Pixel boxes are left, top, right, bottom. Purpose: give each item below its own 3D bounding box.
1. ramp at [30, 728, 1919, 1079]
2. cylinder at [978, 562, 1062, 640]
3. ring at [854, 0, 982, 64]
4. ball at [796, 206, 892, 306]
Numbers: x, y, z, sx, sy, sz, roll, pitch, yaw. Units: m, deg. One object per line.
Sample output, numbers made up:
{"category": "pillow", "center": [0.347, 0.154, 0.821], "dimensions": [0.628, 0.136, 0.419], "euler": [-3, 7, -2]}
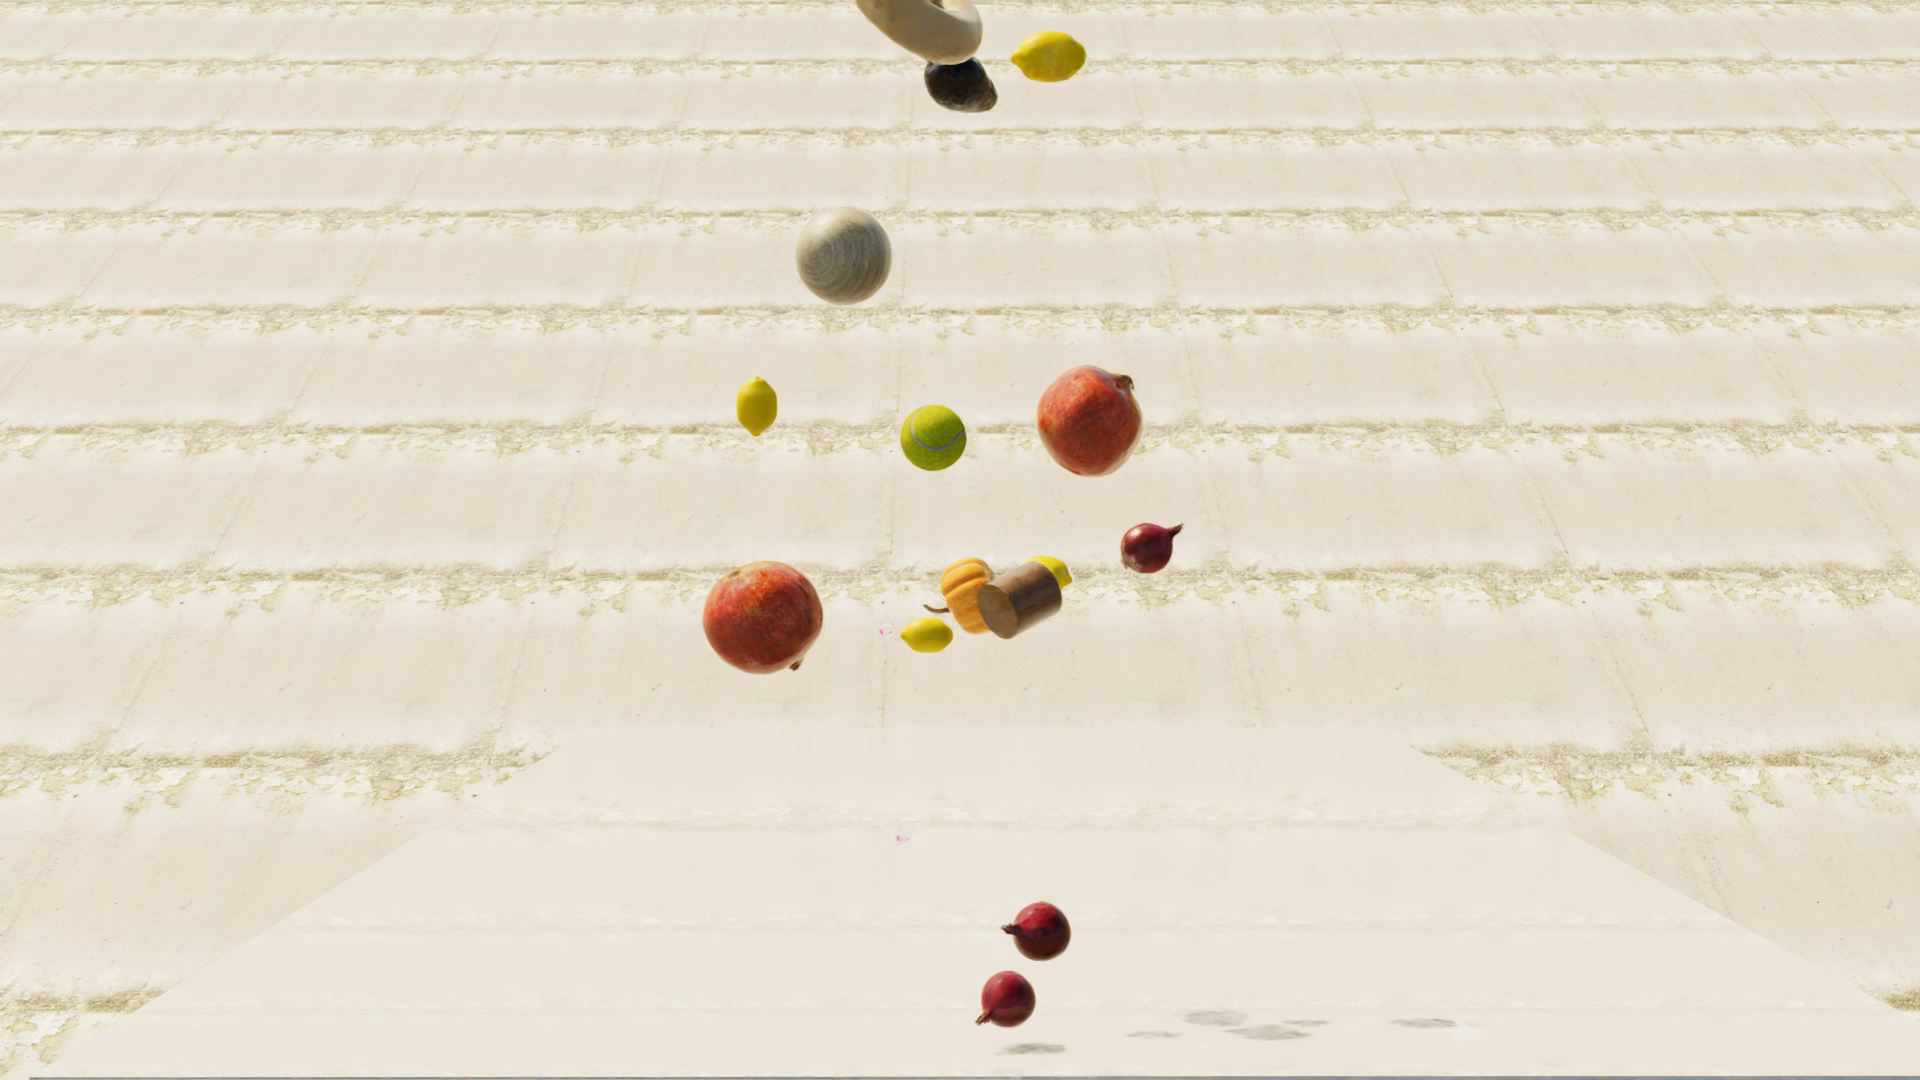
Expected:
{"category": "ramp", "center": [0.062, 0.559, 4.597], "dimensions": [2.000, 0.100, 4.000], "euler": [0, 1, 0]}
{"category": "cylinder", "center": [0.067, 0.067, 2.897], "dimensions": [0.067, 0.067, 0.067], "euler": [-27, 38, -33]}
{"category": "ring", "center": [-0.043, -0.506, 2.436], "dimensions": [0.148, 0.049, 0.148], "euler": [30, 28, -18]}
{"category": "ball", "center": [-0.102, -0.249, 2.266], "dimensions": [0.086, 0.086, 0.086], "euler": [0, 28, 0]}
